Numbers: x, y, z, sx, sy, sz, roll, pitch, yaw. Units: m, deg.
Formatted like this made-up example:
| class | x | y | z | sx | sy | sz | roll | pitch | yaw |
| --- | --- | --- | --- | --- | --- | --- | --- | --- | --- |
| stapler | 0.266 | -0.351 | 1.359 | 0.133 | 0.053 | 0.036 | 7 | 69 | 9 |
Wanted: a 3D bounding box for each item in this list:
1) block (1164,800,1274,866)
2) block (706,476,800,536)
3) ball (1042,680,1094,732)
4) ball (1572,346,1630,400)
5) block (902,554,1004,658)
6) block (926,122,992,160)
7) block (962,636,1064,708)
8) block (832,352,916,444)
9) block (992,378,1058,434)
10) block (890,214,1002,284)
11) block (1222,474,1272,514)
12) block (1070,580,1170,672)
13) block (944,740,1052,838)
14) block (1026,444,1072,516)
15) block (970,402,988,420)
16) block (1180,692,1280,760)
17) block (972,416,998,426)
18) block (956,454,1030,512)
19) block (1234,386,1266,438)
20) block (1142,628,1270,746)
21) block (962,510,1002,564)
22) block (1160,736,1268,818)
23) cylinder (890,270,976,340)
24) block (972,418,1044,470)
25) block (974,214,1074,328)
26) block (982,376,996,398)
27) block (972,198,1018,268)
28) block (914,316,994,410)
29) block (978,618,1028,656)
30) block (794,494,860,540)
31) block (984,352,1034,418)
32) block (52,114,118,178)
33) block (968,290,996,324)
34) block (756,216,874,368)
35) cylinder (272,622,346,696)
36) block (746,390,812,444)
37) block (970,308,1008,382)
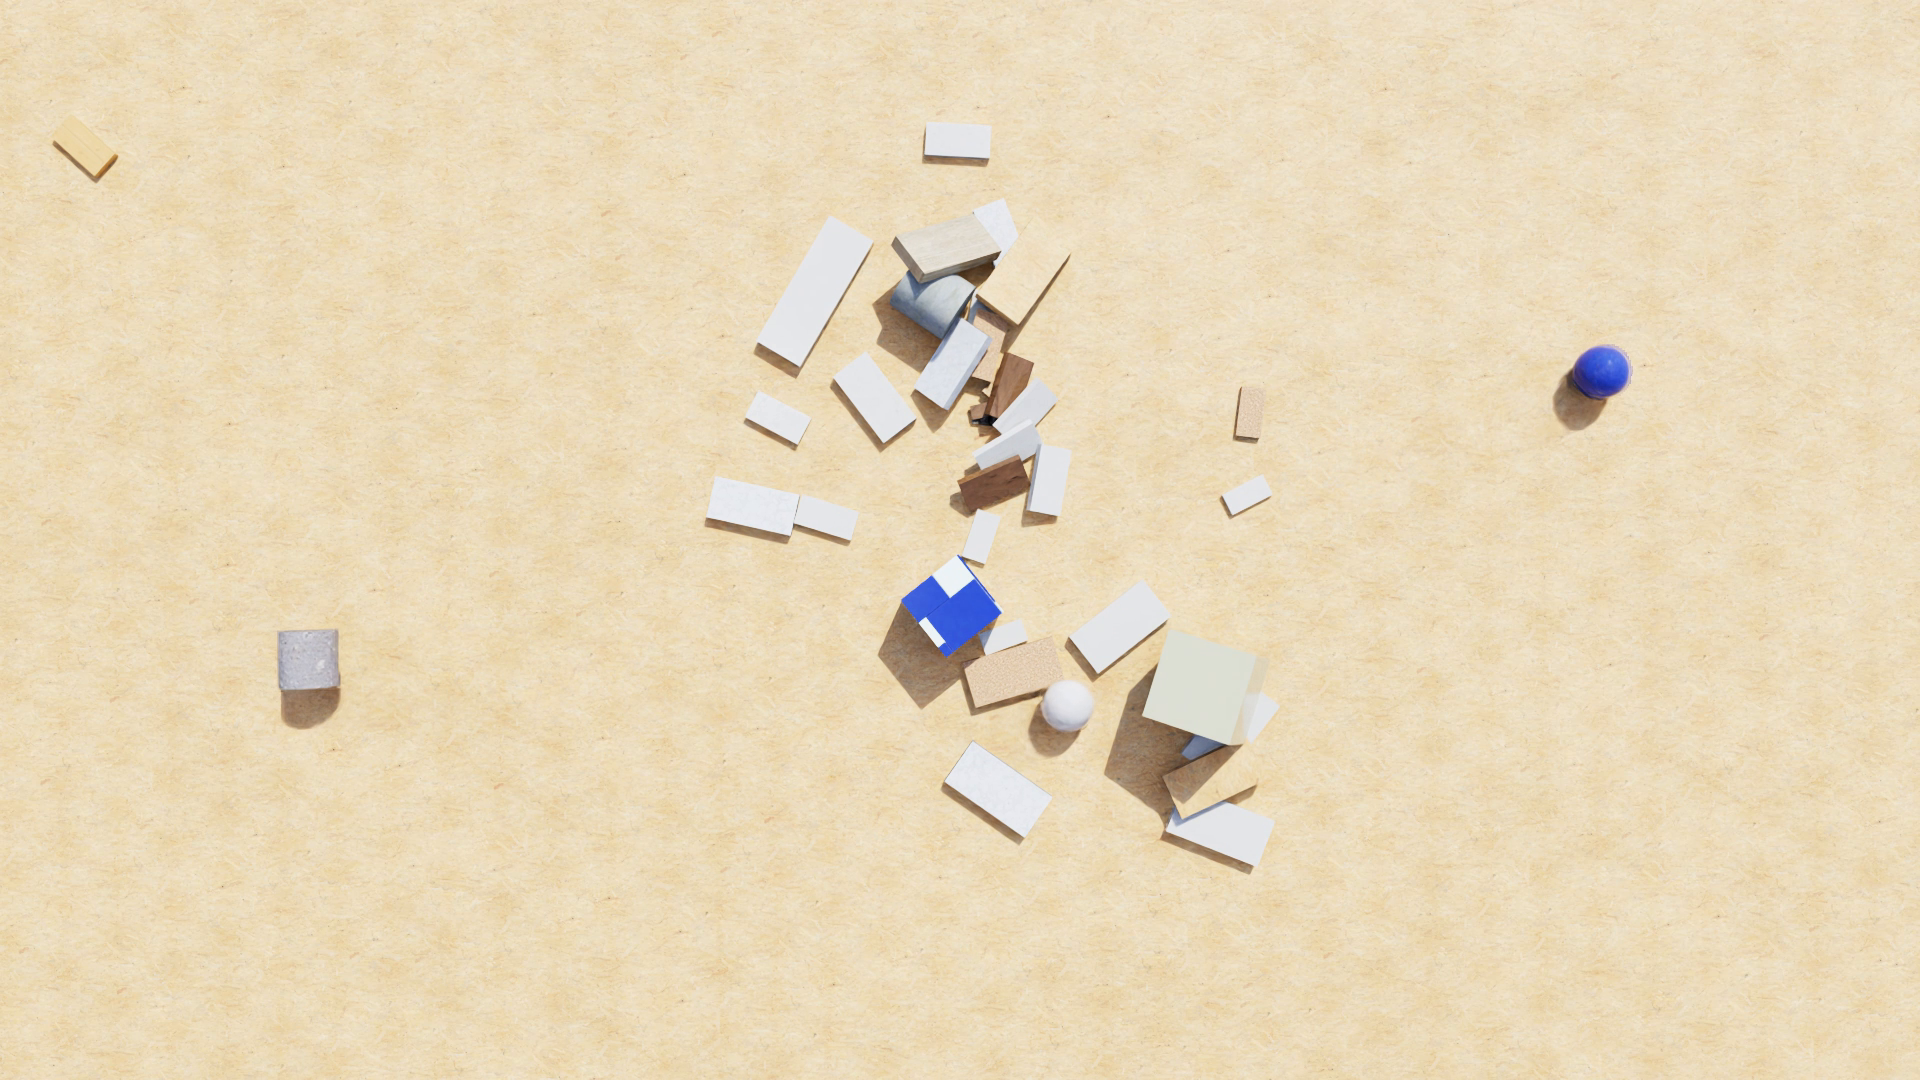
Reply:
| class | x | y | z | sx | sy | sz | roll | pitch | yaw |
| --- | --- | --- | --- | --- | --- | --- | --- | --- | --- |
| block | 0.862 | 0.947 | 5.477 | 0.324 | 0.046 | 0.162 | 21 | 90 | 0 |
| block | -0.686 | -0.113 | 5.480 | 0.285 | 0.039 | 0.139 | 13 | 90 | 0 |
| ball | 0.352 | 0.545 | 5.415 | 0.171 | 0.171 | 0.171 | 0 | 90 | 0 |
| ball | 2.102 | -0.549 | 5.412 | 0.177 | 0.177 | 0.177 | 0 | 90 | 0 |
| block | -0.025 | 0.210 | 5.382 | 0.235 | 0.235 | 0.235 | -39 | 90 | 0 |
| block | -0.006 | -1.327 | 5.485 | 0.215 | 0.030 | 0.108 | 3 | 90 | 0 |
| block | 0.179 | 0.437 | 5.478 | 0.309 | 0.044 | 0.154 | -16 | 90 | 0 |
| block | -0.282 | -0.473 | 5.480 | 0.139 | 0.039 | 0.277 | -37 | 90 | 0 |
| block | 0.218 | -0.423 | 5.456 | 0.215 | 0.030 | 0.108 | -48 | 126 | 0 |
| block | -0.042 | -0.949 | 5.360 | 0.337 | 0.048 | 0.168 | -23 | 70 | -36 |
| block | 0.955 | -0.151 | 5.489 | 0.150 | 0.021 | 0.075 | -27 | 90 | 0 |
| block | 0.531 | 0.286 | 5.478 | 0.309 | 0.044 | 0.154 | -38 | 90 | 0 |
| block | 0.128 | 0.825 | 5.477 | 0.324 | 0.046 | 0.162 | 35 | 90 | 0 |
| block | 0.295 | -0.199 | 5.465 | 0.111 | 0.031 | 0.222 | 10 | 90 | -22 |
| block | 0.083 | -0.432 | 5.480 | 0.094 | 0.013 | 0.047 | -12 | 90 | 0 |
| block | 0.896 | 0.629 | 5.477 | 0.162 | 0.046 | 0.324 | 38 | 90 | 0 |
| block | 0.087 | -0.405 | 5.493 | 0.094 | 0.013 | 0.047 | 7 | 90 | 0 |
| block | 0.113 | -0.189 | 5.458 | 0.222 | 0.031 | 0.111 | -23 | 121 | 0 |
| block | 0.967 | -0.425 | 5.488 | 0.082 | 0.023 | 0.165 | 7 | 90 | 0 |
| block | 0.798 | 0.474 | 5.315 | 0.290 | 0.290 | 0.290 | 17 | 90 | 20 |
| block | 0.071 | -0.012 | 5.488 | 0.082 | 0.023 | 0.165 | 19 | 90 | 0 |
| block | 0.835 | 0.780 | 5.432 | 0.309 | 0.044 | 0.154 | -25 | 90 | 0 |
| cylinder | -0.089 | -0.799 | 5.398 | 0.206 | 0.206 | 0.206 | 34 | 90 | 0 |
| block | 0.161 | -0.298 | 5.454 | 0.222 | 0.031 | 0.111 | -31 | 128 | 0 |
| block | 0.215 | -0.886 | 5.437 | 0.168 | 0.048 | 0.337 | 37 | 79 | -6 |
| block | 0.120 | -0.511 | 5.480 | 0.047 | 0.013 | 0.094 | 42 | 73 | 0 |
| block | 0.134 | -1.012 | 5.484 | 0.110 | 0.031 | 0.221 | -21 | 90 | 0 |
| block | -0.023 | -0.582 | 5.430 | 0.139 | 0.039 | 0.277 | 37 | 100 | 27 |
| block | 0.144 | 0.323 | 5.489 | 0.150 | 0.021 | 0.075 | -20 | 90 | 0 |
| block | -0.443 | -0.075 | 5.486 | 0.198 | 0.028 | 0.099 | 17 | 90 | 0 |
| block | 0.164 | -0.502 | 5.457 | 0.108 | 0.030 | 0.215 | 18 | 90 | -34 |
| block | -2.912 | -1.311 | 5.486 | 0.198 | 0.028 | 0.099 | 42 | 90 | 0 |
| block | 0.079 | -0.713 | 5.484 | 0.110 | 0.031 | 0.221 | 12 | 90 | 0 |
| block | -0.480 | -0.824 | 5.476 | 0.168 | 0.048 | 0.481 | 30 | 90 | 0 |
| cylinder | -2.134 | 0.389 | 5.408 | 0.185 | 0.185 | 0.185 | -13 | 104 | 0 |
| block | -0.604 | -0.407 | 5.486 | 0.198 | 0.028 | 0.099 | 28 | 90 | 0 |
| block | 0.081 | -0.643 | 5.453 | 0.110 | 0.031 | 0.221 | 16 | 90 | 0 |
